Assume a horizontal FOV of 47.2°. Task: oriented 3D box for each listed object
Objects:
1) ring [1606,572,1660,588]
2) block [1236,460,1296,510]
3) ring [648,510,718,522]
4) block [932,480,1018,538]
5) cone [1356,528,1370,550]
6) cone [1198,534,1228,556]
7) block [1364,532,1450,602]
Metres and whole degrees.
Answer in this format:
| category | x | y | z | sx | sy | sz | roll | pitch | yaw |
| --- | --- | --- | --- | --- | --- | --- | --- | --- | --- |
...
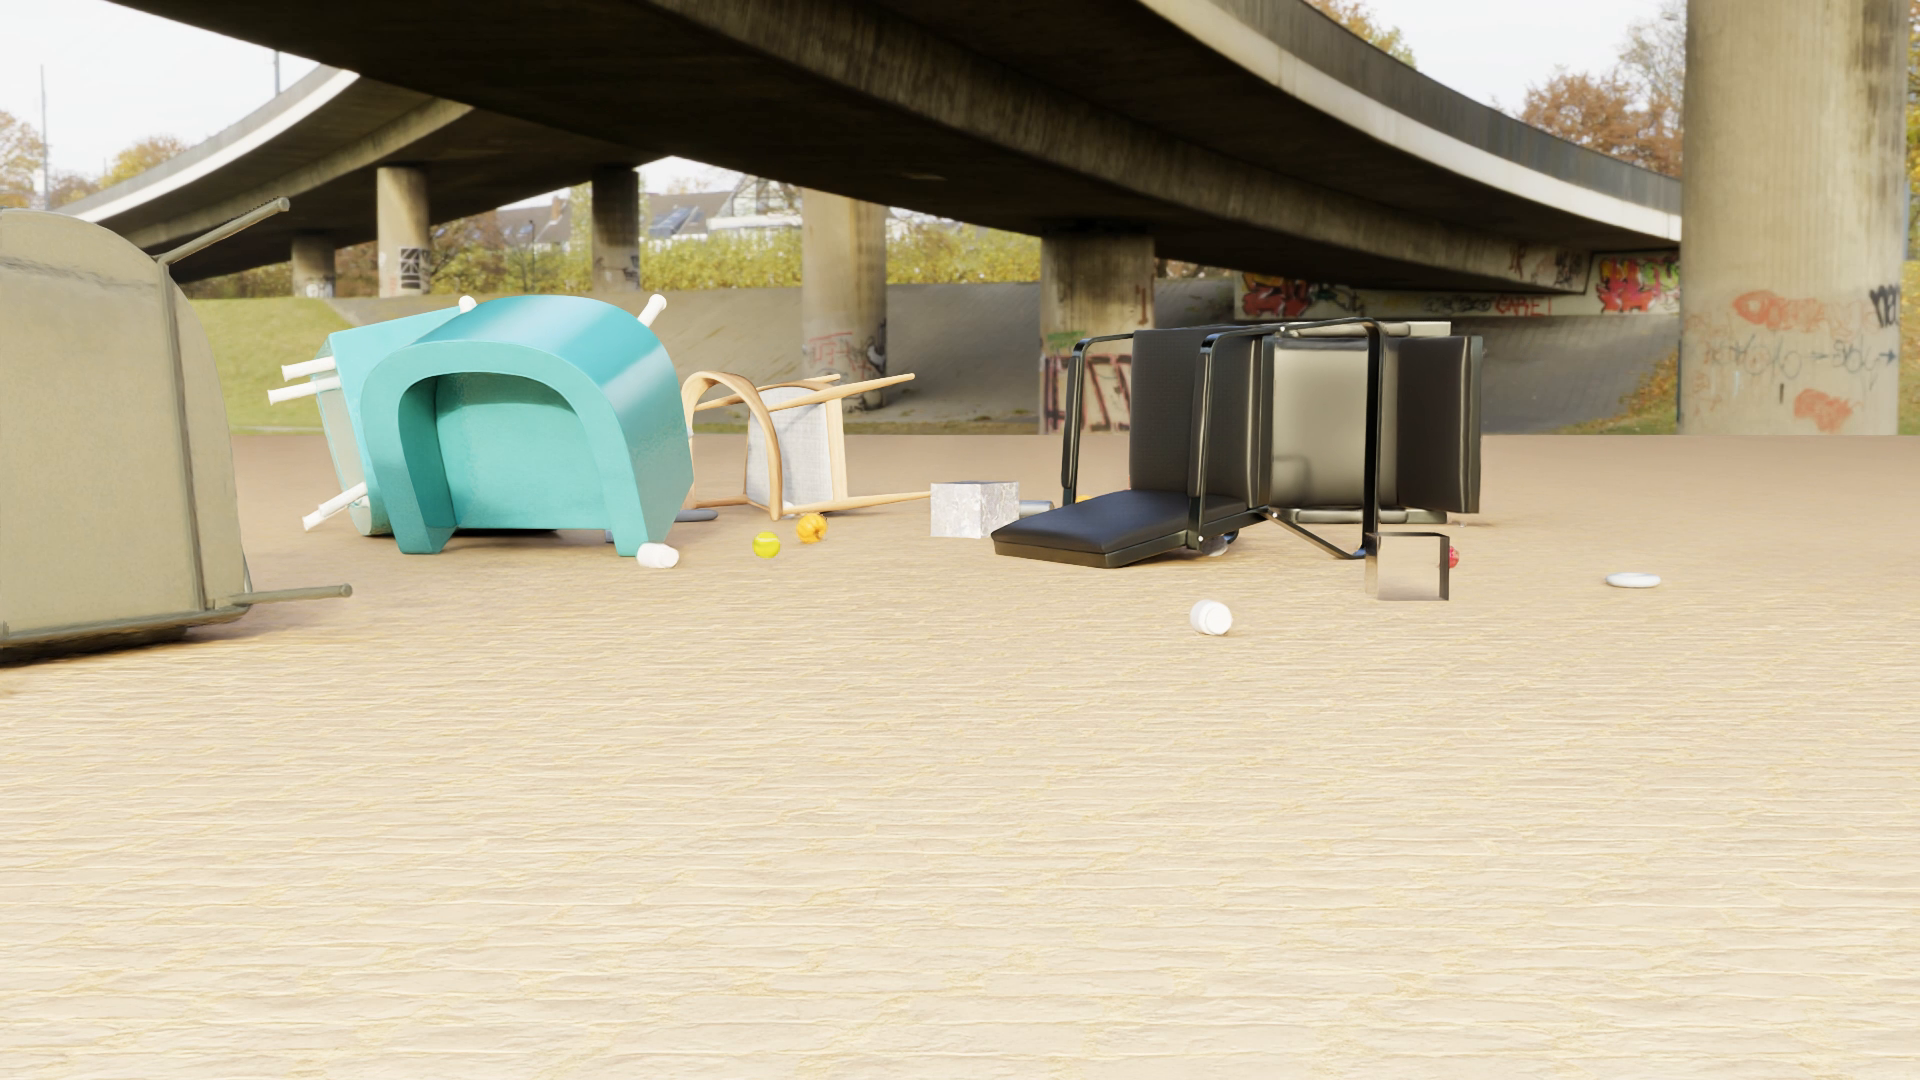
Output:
| category | x | y | z | sx | sy | sz | roll | pitch | yaw |
| --- | --- | --- | --- | --- | --- | --- | --- | --- | --- |
| ring | 1.534 | 0.092 | 5.013 | 0.120 | 0.028 | 0.149 | 0 | 3 | 4 |
| block | 1.153 | -0.211 | 8.293 | 0.146 | 0.181 | 0.180 | -2 | 4 | -21 |
| ring | -0.936 | -0.082 | 7.454 | 0.264 | 0.039 | 0.108 | -3 | 4 | -37 |
| block | 0.047 | -0.096 | 6.765 | 0.173 | 0.161 | 0.239 | 2 | 5 | 30 |
| cone | 1.148 | -0.004 | 6.176 | 0.074 | 0.060 | 0.042 | 1 | 4 | 11 |
| cone | 0.684 | 0.026 | 5.952 | 0.080 | 0.067 | 0.063 | 7 | -23 | 9 |
| block | 0.960 | 0.056 | 4.728 | 0.151 | 0.137 | 0.144 | 0 | 4 | 0 |
